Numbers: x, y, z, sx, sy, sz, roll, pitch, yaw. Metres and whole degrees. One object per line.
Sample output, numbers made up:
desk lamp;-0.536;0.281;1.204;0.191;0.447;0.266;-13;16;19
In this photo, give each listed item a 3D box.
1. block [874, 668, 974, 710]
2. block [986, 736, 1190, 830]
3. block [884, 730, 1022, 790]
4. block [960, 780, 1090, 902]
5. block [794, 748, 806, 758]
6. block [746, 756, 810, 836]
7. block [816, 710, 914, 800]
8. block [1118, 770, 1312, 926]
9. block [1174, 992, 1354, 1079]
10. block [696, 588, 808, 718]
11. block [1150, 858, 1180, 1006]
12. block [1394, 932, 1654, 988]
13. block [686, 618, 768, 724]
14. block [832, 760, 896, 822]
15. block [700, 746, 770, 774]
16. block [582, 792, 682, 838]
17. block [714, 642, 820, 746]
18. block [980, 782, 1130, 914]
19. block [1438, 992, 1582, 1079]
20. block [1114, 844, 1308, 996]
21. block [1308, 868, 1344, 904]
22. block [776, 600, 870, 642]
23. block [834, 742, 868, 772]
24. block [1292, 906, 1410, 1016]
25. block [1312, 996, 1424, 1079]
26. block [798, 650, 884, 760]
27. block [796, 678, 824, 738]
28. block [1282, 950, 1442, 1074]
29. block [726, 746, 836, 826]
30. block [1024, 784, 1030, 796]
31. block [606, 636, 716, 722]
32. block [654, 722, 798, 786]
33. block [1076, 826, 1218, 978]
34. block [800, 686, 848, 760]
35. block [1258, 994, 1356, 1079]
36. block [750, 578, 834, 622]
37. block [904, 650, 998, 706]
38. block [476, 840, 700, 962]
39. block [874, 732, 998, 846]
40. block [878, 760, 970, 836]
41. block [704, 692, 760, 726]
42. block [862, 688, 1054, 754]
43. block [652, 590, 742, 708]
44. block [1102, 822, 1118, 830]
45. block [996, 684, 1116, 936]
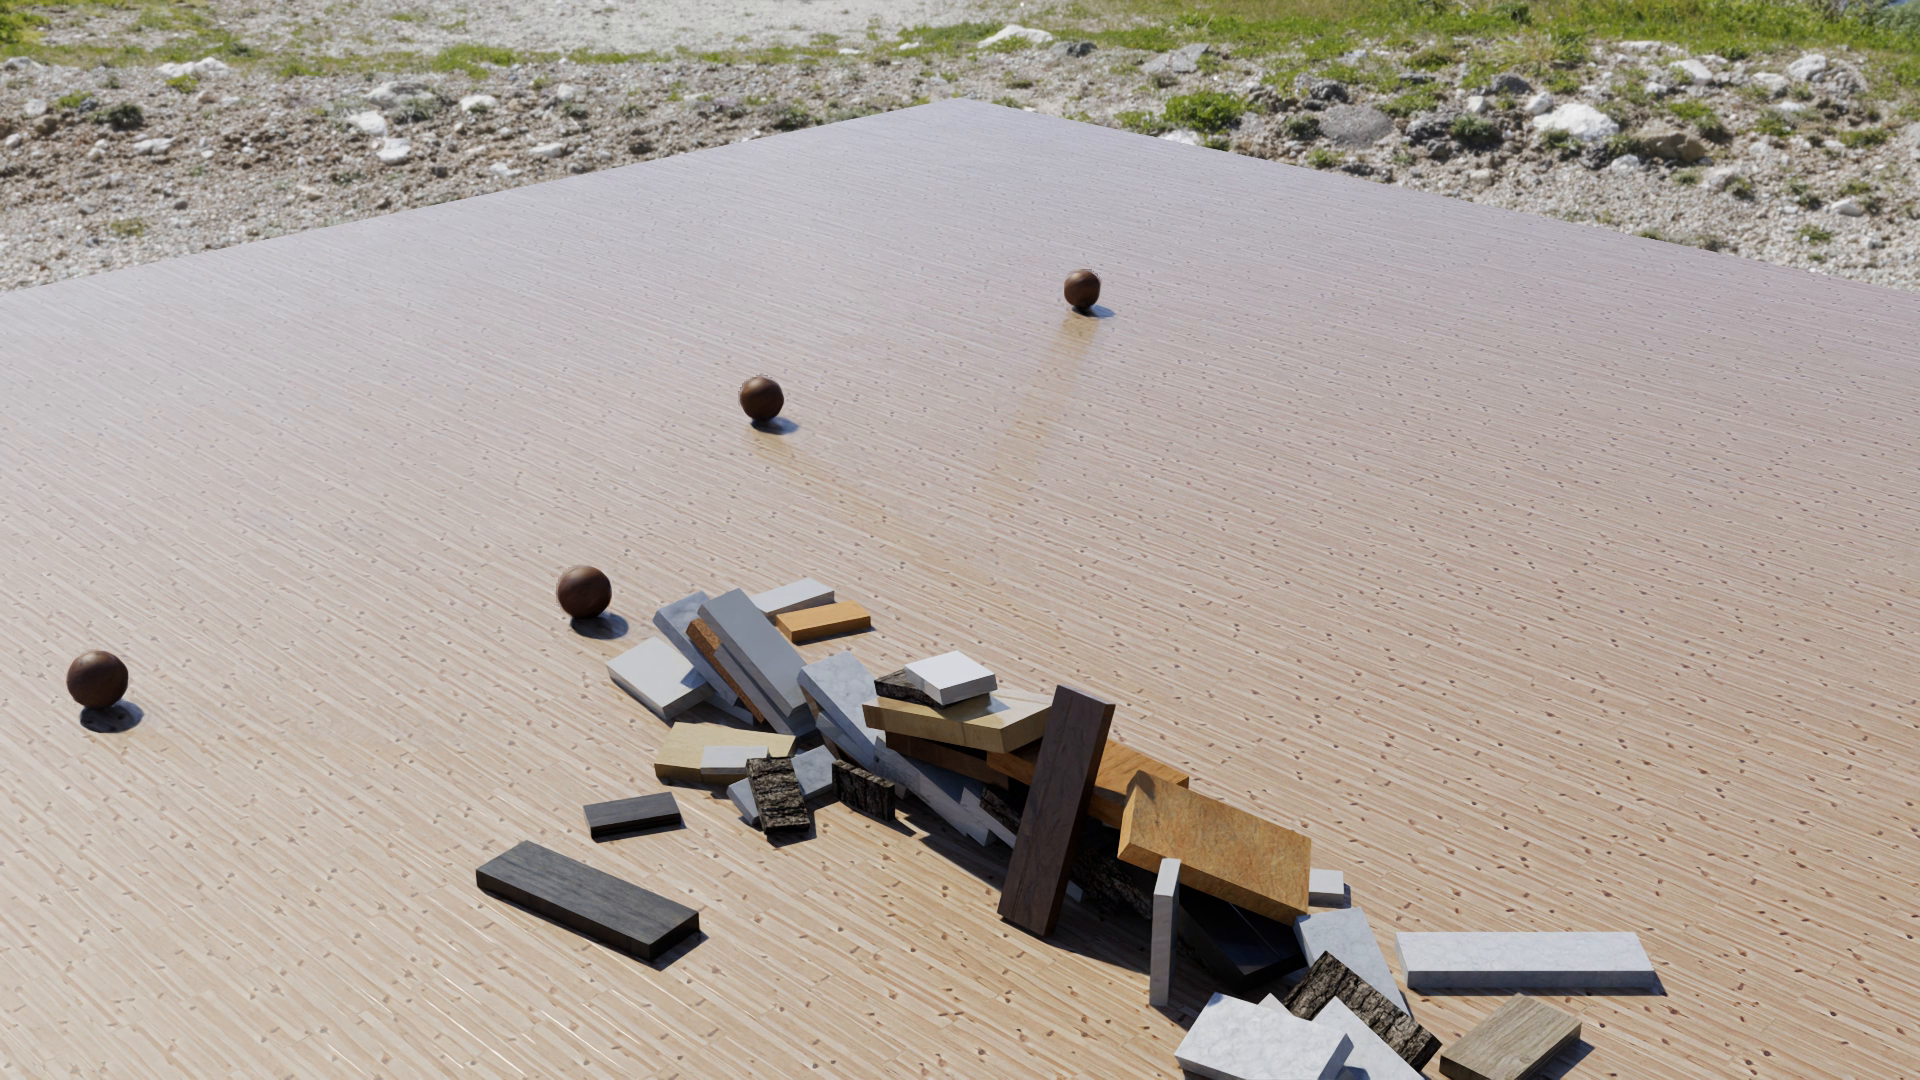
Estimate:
block;-0.059;0.290;4.385;0.114;0.032;0.228;-20;15;-34
block;0.238;0.434;4.137;0.349;0.049;0.175;22;31;38
block;0.026;0.402;4.357;0.328;0.046;0.164;14;26;41
block;0.174;0.560;4.274;0.164;0.046;0.328;-22;46;-41
block;-0.310;0.477;4.612;0.133;0.019;0.067;17;28;34
block;-0.368;0.513;4.426;0.090;0.026;0.181;-2;43;-21
block;-0.163;0.426;4.581;0.260;0.037;0.130;37;40;27
block;0.459;0.553;3.943;0.349;0.049;0.175;22;41;-8
block;0.496;0.837;3.603;0.270;0.038;0.135;8;49;45
block;-0.425;0.241;4.753;0.316;0.032;0.114;47;42;18
block;0.358;0.685;3.845;0.033;0.230;0.115;5;25;11
block;1.009;0.752;3.944;0.435;0.035;0.123;0;23;0
block;-0.465;0.270;4.851;0.139;0.039;0.278;-22;63;-44
block;-0.196;0.508;4.463;0.156;0.078;0.022;19;30;38
block;-0.466;0.455;4.552;0.133;0.019;0.067;-1;36;4
block;-0.661;0.553;4.426;0.181;0.026;0.090;-8;24;-17
block;-0.396;0.316;4.784;0.139;0.039;0.278;-22;62;-44
block;0.227;0.559;4.205;0.179;0.051;0.357;-22;46;-41
block;0.929;0.853;3.705;0.123;0.035;0.247;20;30;39
block;0.459;0.652;3.968;0.179;0.051;0.357;-13;43;-34
block;0.645;0.656;4.185;0.165;0.023;0.082;3;23;7
block;-0.327;0.194;5.268;0.203;0.029;0.102;-11;25;-23
block;-0.178;0.447;4.601;0.091;0.026;0.183;-22;50;-41
block;0.681;0.755;3.827;0.123;0.035;0.247;-6;44;-13
block;0.648;0.869;3.563;0.135;0.038;0.270;-47;33;-2
block;-0.209;0.344;4.599;0.130;0.037;0.260;-19;51;-39
block;-0.273;0.360;4.701;0.091;0.183;0.026;-22;-4;-42
block;0.664;0.814;3.678;0.135;0.038;0.270;-49;39;-5
block;-0.351;0.499;4.494;0.243;0.026;0.090;-21;56;-36
block;0.221;0.481;4.174;0.082;0.023;0.199;-19;18;-39
block;-0.673;0.309;4.942;0.134;0.038;0.268;-30;35;-25
block;-0.490;0.453;4.606;0.268;0.038;0.134;6;37;13
block;0.401;0.641;4.052;0.179;0.051;0.357;-22;48;-41
block;-0.261;0.375;4.669;0.091;0.183;0.026;-22;-4;-41
block;0.540;0.855;3.623;0.115;0.033;0.230;-43;33;-4
block;-0.419;0.147;5.378;0.203;0.029;0.102;-18;29;-36
block;-0.020;0.268;4.301;0.114;0.032;0.228;-15;13;-16
block;-0.702;0.673;4.126;0.446;0.038;0.134;15;27;32
block;-0.003;0.475;4.427;0.164;0.046;0.328;-21;47;-41
block;-0.029;0.491;4.470;0.130;0.037;0.260;-22;47;-41
block;-0.488;0.350;4.898;0.102;0.029;0.203;-21;31;-41
block;0.008;0.339;4.302;0.175;0.049;0.426;-21;16;-37
block;-0.542;0.240;4.902;0.278;0.039;0.139;45;41;18
block;0.351;0.519;4.062;0.165;0.023;0.082;7;16;45
block;0.176;0.496;4.044;0.115;0.446;0.033;20;9;39
